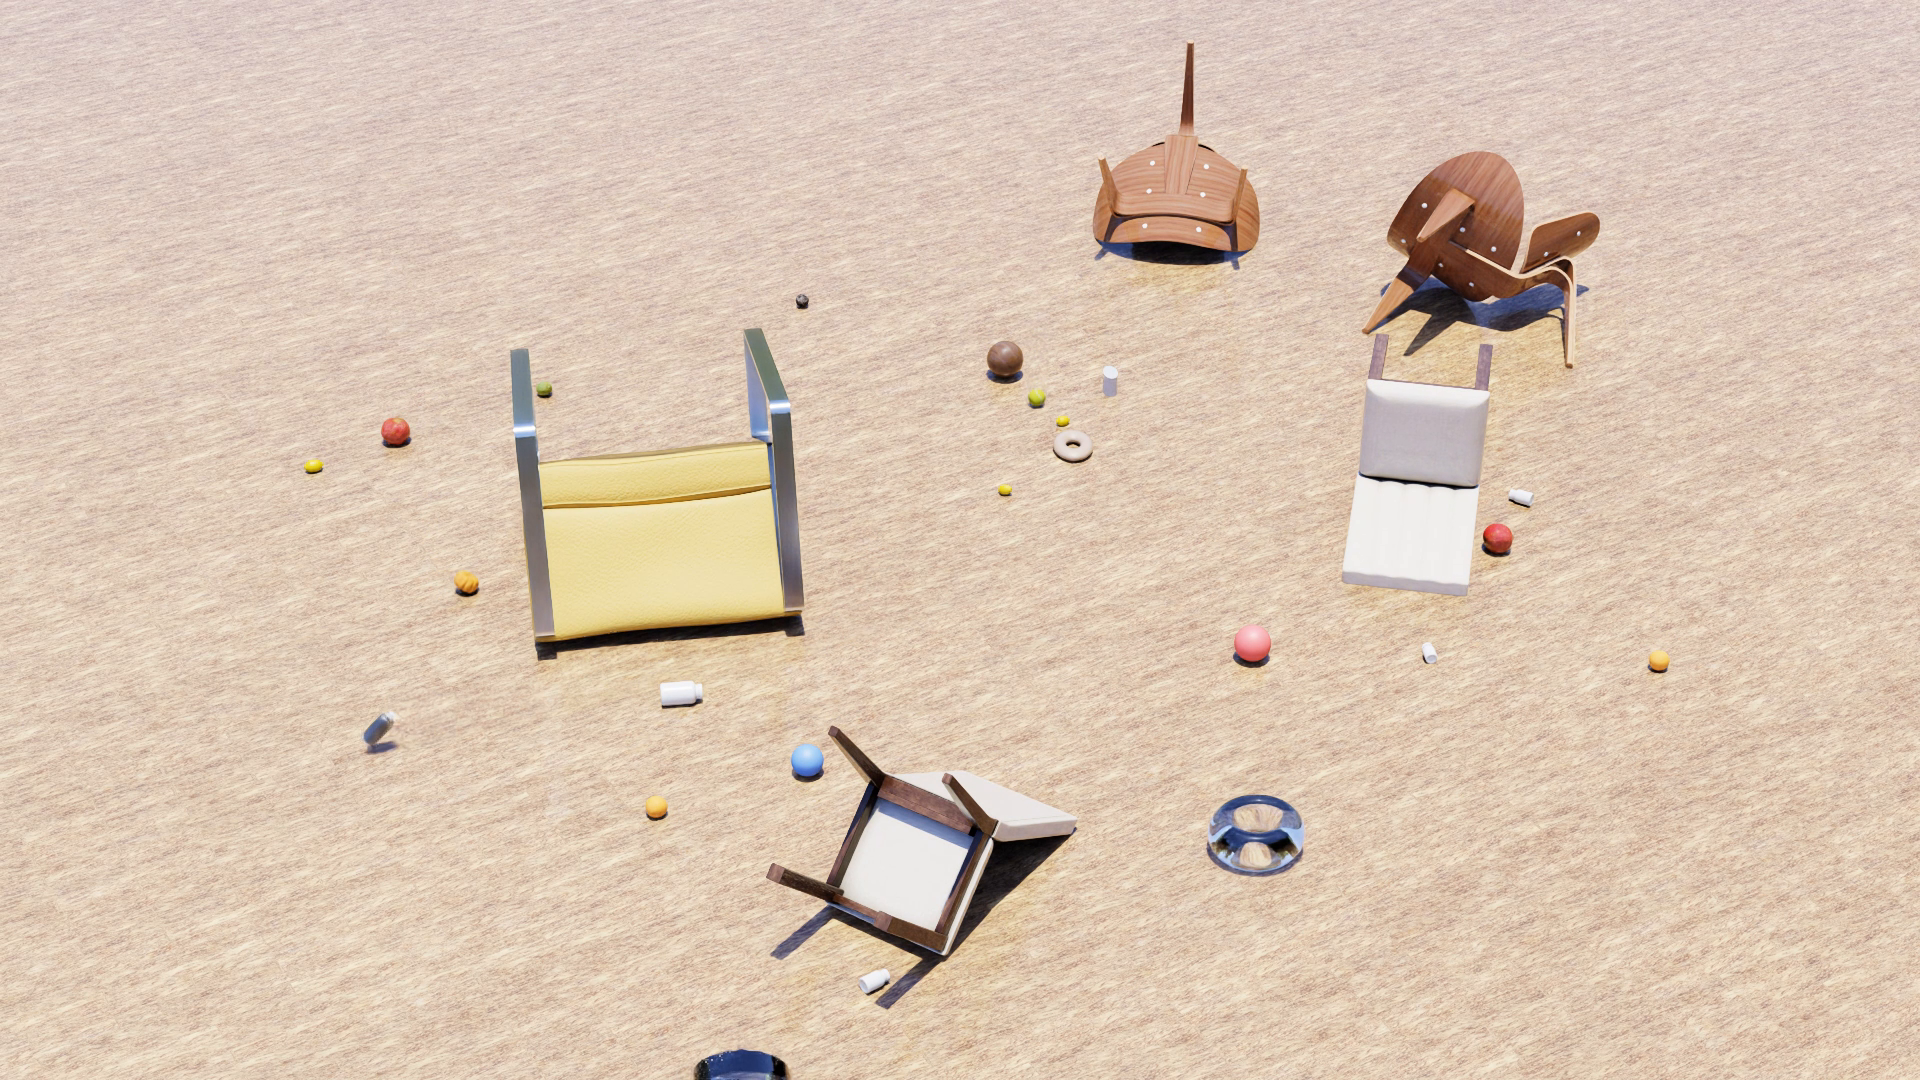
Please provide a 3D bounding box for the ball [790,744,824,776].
[{"bbox_3d":[-0.507,0.731,9.735,0.109,0.109,0.109,0,33,0],"label":"ball"}]

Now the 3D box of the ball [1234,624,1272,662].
[{"bbox_3d":[1.026,0.361,10.278,0.130,0.130,0.130,0,33,0],"label":"ball"}]

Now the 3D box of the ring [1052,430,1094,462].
[{"bbox_3d":[0.443,-0.371,11.471,0.159,0.040,0.212,-1,33,-2],"label":"ring"}]

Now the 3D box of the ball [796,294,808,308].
[{"bbox_3d":[-0.669,-1.016,12.435,0.057,0.057,0.057,0,33,0],"label":"ball"}]

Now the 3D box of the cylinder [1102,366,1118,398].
[{"bbox_3d":[0.606,-0.639,11.835,0.059,0.088,0.101,-3,34,-5],"label":"cylinder"}]

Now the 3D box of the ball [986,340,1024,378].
[{"bbox_3d":[0.184,-0.735,11.923,0.152,0.152,0.152,0,33,0],"label":"ball"}]

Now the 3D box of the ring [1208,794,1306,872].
[{"bbox_3d":[0.950,0.938,9.393,0.314,0.145,0.280,-5,35,-6],"label":"ring"}]

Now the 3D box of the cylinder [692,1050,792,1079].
[{"bbox_3d":[-0.615,1.584,8.367,0.286,0.185,0.173,5,32,-15],"label":"cylinder"}]
